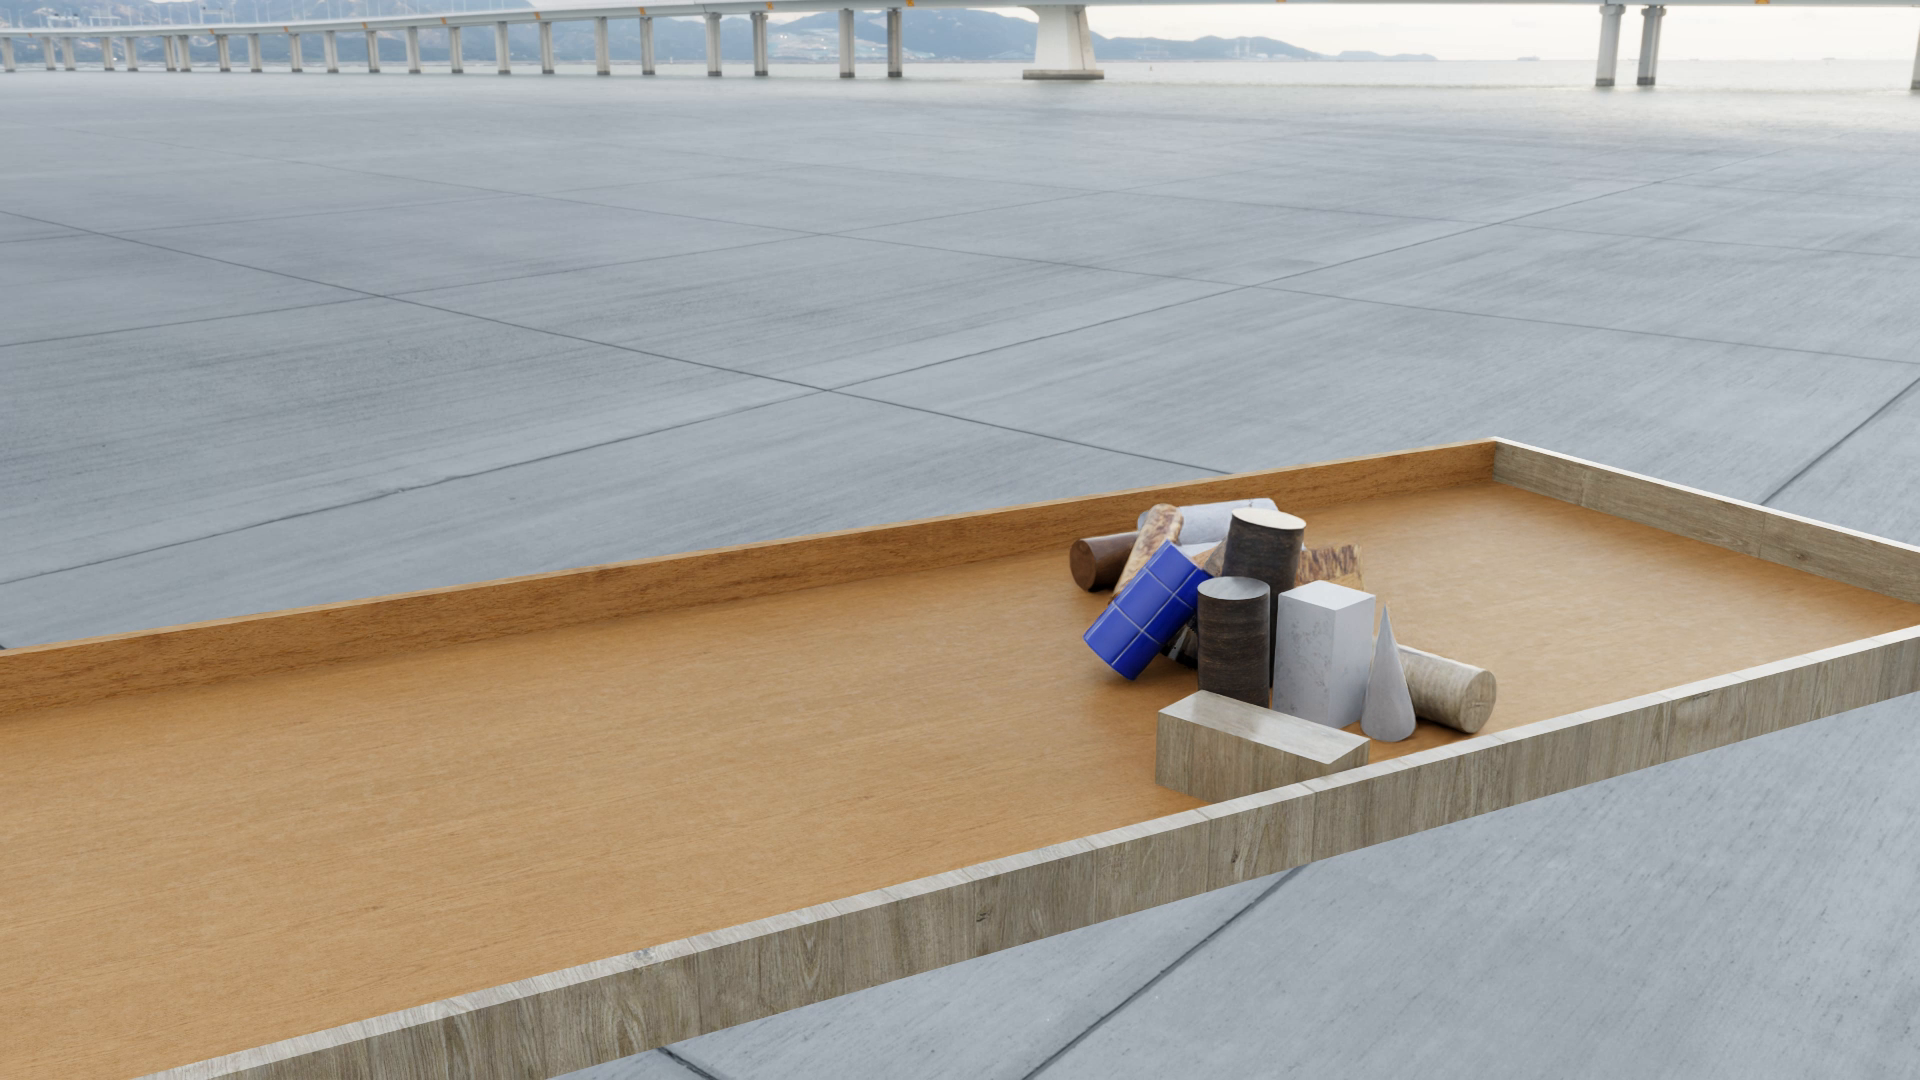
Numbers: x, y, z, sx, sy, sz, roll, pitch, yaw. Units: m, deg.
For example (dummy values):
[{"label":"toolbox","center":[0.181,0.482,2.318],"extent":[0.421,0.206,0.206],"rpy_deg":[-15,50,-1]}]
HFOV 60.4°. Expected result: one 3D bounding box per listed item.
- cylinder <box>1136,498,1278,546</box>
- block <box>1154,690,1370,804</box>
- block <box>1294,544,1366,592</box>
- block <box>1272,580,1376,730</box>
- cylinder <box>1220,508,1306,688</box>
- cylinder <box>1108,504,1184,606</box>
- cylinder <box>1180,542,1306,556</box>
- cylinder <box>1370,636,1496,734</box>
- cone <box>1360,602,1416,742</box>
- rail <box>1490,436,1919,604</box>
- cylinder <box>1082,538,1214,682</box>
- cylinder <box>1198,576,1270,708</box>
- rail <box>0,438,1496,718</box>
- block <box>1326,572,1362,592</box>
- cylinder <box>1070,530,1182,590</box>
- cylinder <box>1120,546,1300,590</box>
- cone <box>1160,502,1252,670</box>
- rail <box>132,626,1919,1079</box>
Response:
[{"label":"cylinder","center":[0.786,-0.037,5.207],"extent":[0.429,0.153,0.153],"rpy_deg":[-6,18,-20]},{"label":"block","center":[0.630,0.467,3.467],"extent":[0.410,0.169,0.169],"rpy_deg":[14,22,40]},{"label":"block","center":[0.883,0.120,4.583],"extent":[0.460,0.162,0.162],"rpy_deg":[-7,0,-21]},{"label":"block","center":[0.855,0.273,3.885],"extent":[0.159,0.304,0.159],"rpy_deg":[-14,22,-40]},{"label":"cylinder","center":[0.728,0.145,4.083],"extent":[0.179,0.419,0.179],"rpy_deg":[7,16,-2]},{"label":"cylinder","center":[0.534,0.062,4.706],"extent":[0.108,0.108,0.443],"rpy_deg":[6,37,20]},{"label":"cylinder","center":[0.815,0.071,4.856],"extent":[0.388,0.144,0.144],"rpy_deg":[-6,17,-19]},{"label":"cylinder","center":[1.073,0.334,3.950],"extent":[0.151,0.151,0.380],"rpy_deg":[-14,21,-39]},{"label":"cone","center":[0.954,0.276,3.688],"extent":[0.126,0.397,0.126],"rpy_deg":[-8,42,7]},{"label":"rail","center":[2.466,-0.048,5.253],"extent":[0.050,0.150,2.100],"rpy_deg":[-9,18,-27]},{"label":"cylinder","center":[0.476,0.176,4.122],"extent":[0.171,0.324,0.171],"rpy_deg":[39,8,-7]},{"label":"cylinder","center":[0.634,0.270,3.823],"extent":[0.165,0.337,0.165],"rpy_deg":[-3,17,1]},{"label":"rail","center":[-3.305,0.497,3.399],"extent":[12.000,0.150,0.050],"rpy_deg":[-9,18,-27]},{"label":"block","center":[0.862,0.195,4.218],"extent":[0.125,0.125,0.338],"rpy_deg":[-15,-5,-42]},{"label":"cylinder","center":[0.494,0.054,4.904],"extent":[0.301,0.151,0.151],"rpy_deg":[-8,18,-25]},{"label":"cylinder","center":[0.657,0.119,4.343],"extent":[0.433,0.172,0.172],"rpy_deg":[-24,15,7]},{"label":"cone","center":[0.645,0.096,4.195],"extent":[0.153,0.448,0.153],"rpy_deg":[25,9,-4]},{"label":"rail","center":[-2.336,1.006,1.665],"extent":[12.000,0.150,0.050],"rpy_deg":[-9,18,-27]}]
